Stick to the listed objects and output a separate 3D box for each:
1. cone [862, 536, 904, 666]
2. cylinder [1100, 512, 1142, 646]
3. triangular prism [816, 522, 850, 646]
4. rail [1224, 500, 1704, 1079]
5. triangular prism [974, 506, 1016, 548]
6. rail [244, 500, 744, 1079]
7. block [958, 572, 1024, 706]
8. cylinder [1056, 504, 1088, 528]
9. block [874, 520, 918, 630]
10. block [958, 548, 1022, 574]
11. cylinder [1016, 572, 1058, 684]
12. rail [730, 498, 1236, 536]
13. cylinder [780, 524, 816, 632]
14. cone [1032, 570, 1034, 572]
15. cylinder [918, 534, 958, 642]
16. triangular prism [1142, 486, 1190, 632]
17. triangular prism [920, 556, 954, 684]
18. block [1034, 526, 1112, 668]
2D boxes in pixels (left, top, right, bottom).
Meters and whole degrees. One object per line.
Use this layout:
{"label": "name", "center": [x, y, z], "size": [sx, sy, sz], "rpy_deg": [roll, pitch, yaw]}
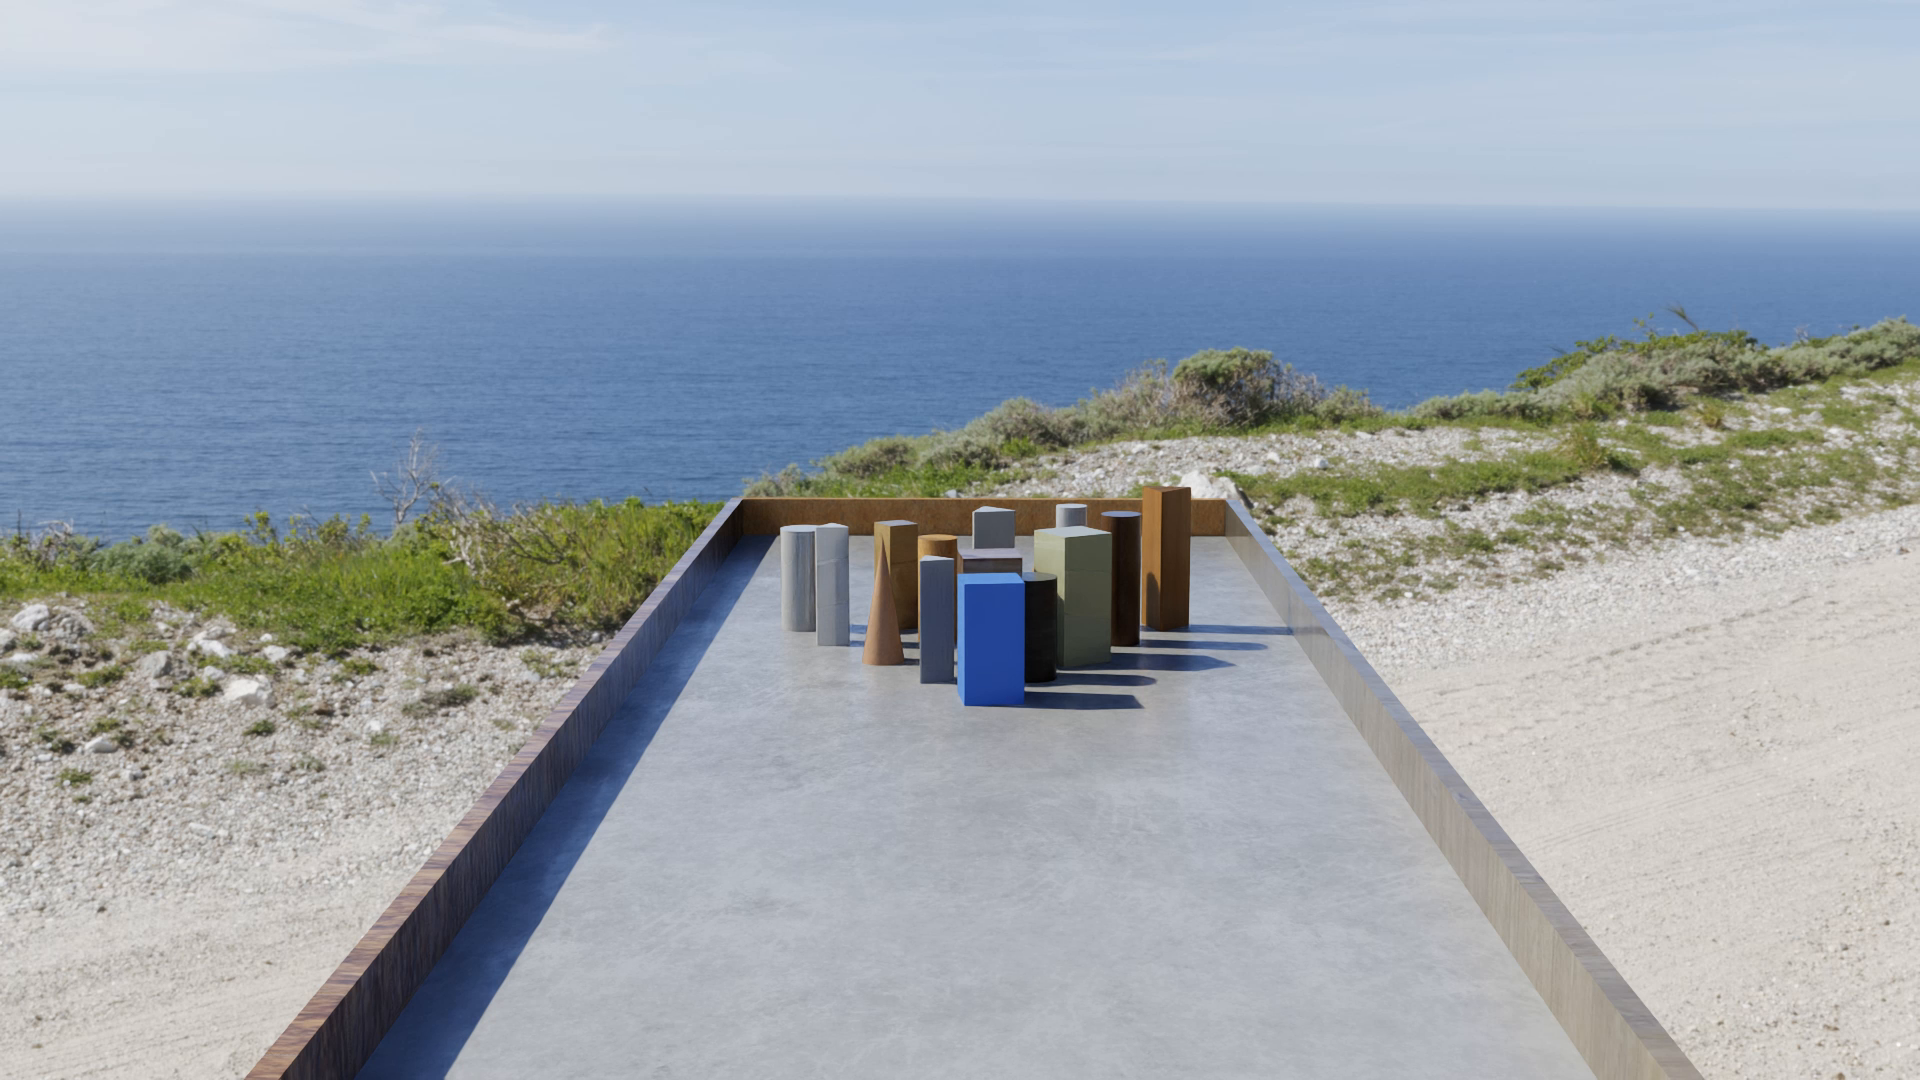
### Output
{"label": "cone", "center": [-0.233, 0.177, 6.654], "size": [0.131, 0.388, 0.131], "rpy_deg": [0, 9, 0]}
{"label": "cylinder", "center": [0.505, 0.122, 6.927], "size": [0.127, 0.412, 0.127], "rpy_deg": [0, 9, 0]}
{"label": "triangular prism", "center": [-0.401, 0.139, 6.932], "size": [0.103, 0.377, 0.089], "rpy_deg": [0, 9, -3]}
{"label": "rail", "center": [1.046, 0.843, 3.208], "size": [0.050, 0.150, 12.000], "rpy_deg": [0, 9, 1]}
{"label": "triangular prism", "center": [0.096, 0.090, 7.196], "size": [0.140, 0.389, 0.121], "rpy_deg": [-2, 9, -14]}
{"label": "rail", "center": [-1.004, 0.839, 3.234], "size": [0.050, 0.150, 12.000], "rpy_deg": [0, 9, 1]}
{"label": "block", "center": [0.086, 0.277, 6.168], "size": [0.168, 0.343, 0.168], "rpy_deg": [-1, 9, -7]}
{"label": "cylinder", "center": [0.363, 0.086, 7.189], "size": [0.102, 0.400, 0.102], "rpy_deg": [0, 9, 0]}
{"label": "block", "center": [-0.208, 0.115, 7.183], "size": [0.104, 0.345, 0.104], "rpy_deg": [-5, 10, -31]}
{"label": "block", "center": [0.089, 0.204, 6.665], "size": [0.178, 0.331, 0.178], "rpy_deg": [-1, 9, -6]}
{"label": "cylinder", "center": [0.208, 0.255, 6.439], "size": [0.153, 0.301, 0.153], "rpy_deg": [0, 9, 0]}
{"label": "rail", "center": [0.099, -0.098, 9.147], "size": [2.100, 0.150, 0.050], "rpy_deg": [0, 9, 1]}
{"label": "cylinder", "center": [-0.511, 0.124, 7.176], "size": [0.147, 0.329, 0.147], "rpy_deg": [0, 9, 0]}
{"label": "cone", "center": [0.243, 0.172, 6.927], "size": [0.115, 0.312, 0.115], "rpy_deg": [0, 9, 0]}
{"label": "cylinder", "center": [-0.071, 0.156, 6.960], "size": [0.125, 0.333, 0.125], "rpy_deg": [0, 9, 0]}
{"label": "triangular prism", "center": [0.652, 0.055, 7.197], "size": [0.134, 0.458, 0.155], "rpy_deg": [8, 12, 40]}
{"label": "triangular prism", "center": [-0.082, 0.229, 6.414], "size": [0.105, 0.360, 0.091], "rpy_deg": [-3, 10, -21]}
{"label": "block", "center": [0.342, 0.169, 6.680], "size": [0.169, 0.395, 0.169], "rpy_deg": [-5, 10, -30]}
